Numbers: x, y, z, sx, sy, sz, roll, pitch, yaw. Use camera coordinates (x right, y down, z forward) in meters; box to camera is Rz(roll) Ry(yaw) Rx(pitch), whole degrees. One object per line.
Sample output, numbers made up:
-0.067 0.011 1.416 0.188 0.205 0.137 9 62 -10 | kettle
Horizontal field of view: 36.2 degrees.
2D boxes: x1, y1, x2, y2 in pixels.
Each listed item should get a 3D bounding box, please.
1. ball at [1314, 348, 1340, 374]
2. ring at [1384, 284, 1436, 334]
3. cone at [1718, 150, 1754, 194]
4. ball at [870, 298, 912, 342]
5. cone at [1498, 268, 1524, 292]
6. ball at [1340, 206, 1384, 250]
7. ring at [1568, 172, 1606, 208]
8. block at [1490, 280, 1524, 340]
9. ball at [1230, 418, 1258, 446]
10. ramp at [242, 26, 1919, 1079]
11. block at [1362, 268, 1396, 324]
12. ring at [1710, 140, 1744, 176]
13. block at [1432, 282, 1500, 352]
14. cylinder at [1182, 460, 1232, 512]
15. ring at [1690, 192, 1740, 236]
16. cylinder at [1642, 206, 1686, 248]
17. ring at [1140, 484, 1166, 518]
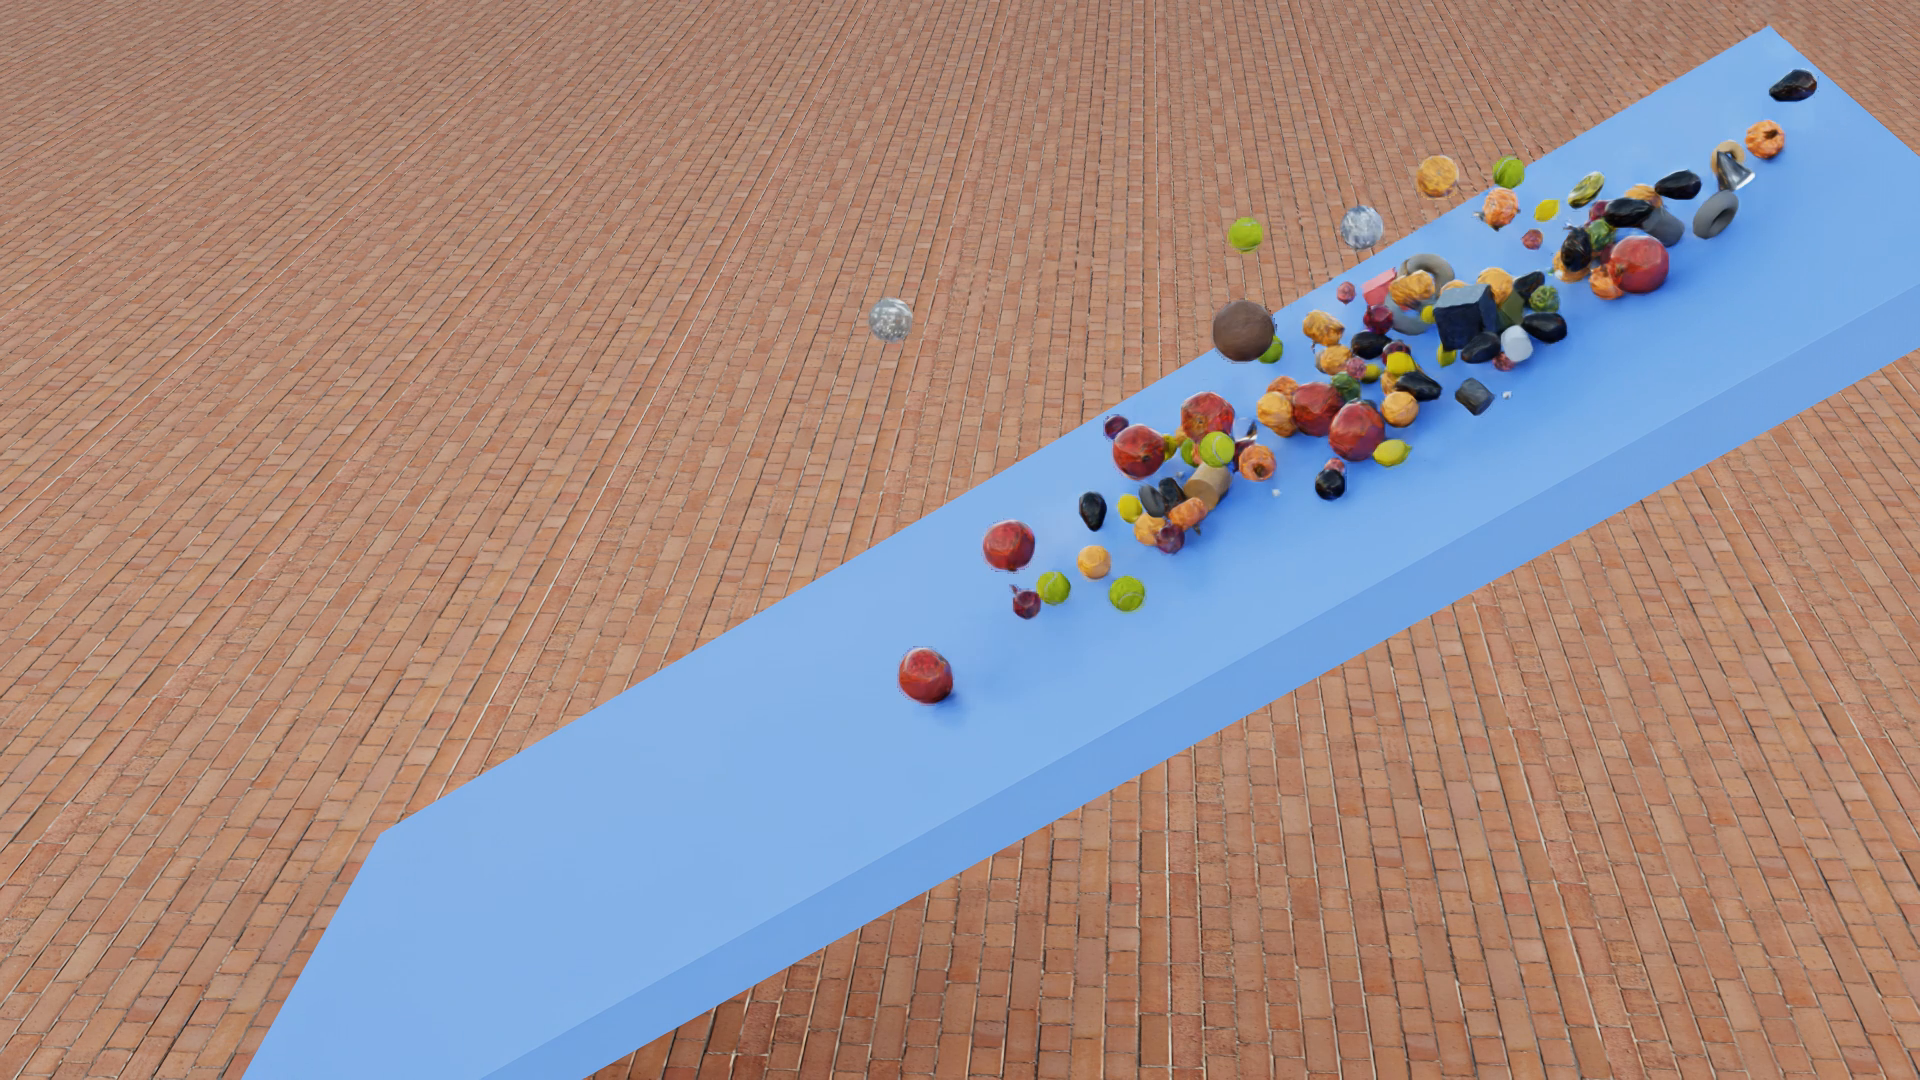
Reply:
0.795 -0.389 6.375 0.056 0.056 0.056 0 20 0 | ball
0.958 -0.491 6.253 0.118 0.118 0.039 -1 -19 -4 | ring
1.540 -0.751 5.907 0.082 0.082 0.082 -31 15 9 | cone
-0.145 -0.463 6.179 0.092 0.092 0.092 0 20 0 | ball
1.128 -0.542 6.092 0.057 0.057 0.057 -35 15 11 | cone
0.824 -0.641 6.035 0.089 0.089 0.089 0 20 0 | ball
1.281 -0.715 6.011 0.031 0.093 0.093 43 18 -10 | ring
1.077 -0.461 5.906 0.076 0.076 0.076 -18 48 38 | block
0.599 -0.228 6.212 0.060 0.060 0.060 0 20 0 | ball
0.141 0.169 6.292 4.000 0.100 2.000 -30 15 13 | ramp
0.943 -0.539 6.494 0.080 0.080 0.080 -29 15 16 | block
1.553 -0.770 5.951 0.078 0.078 0.026 -8 21 -22 | ring
0.997 -0.438 5.784 0.093 0.093 0.093 -7 25 29 | block
0.510 -0.112 6.056 0.078 0.078 0.078 10 37 26 | cylinder
1.459 -0.628 5.679 0.107 0.107 0.036 -12 58 -31 | ring
1.390 -0.618 5.810 0.059 0.059 0.059 33 14 -15 | cylinder
0.386 -0.078 5.909 0.025 0.075 0.075 -29 10 22 | ring
